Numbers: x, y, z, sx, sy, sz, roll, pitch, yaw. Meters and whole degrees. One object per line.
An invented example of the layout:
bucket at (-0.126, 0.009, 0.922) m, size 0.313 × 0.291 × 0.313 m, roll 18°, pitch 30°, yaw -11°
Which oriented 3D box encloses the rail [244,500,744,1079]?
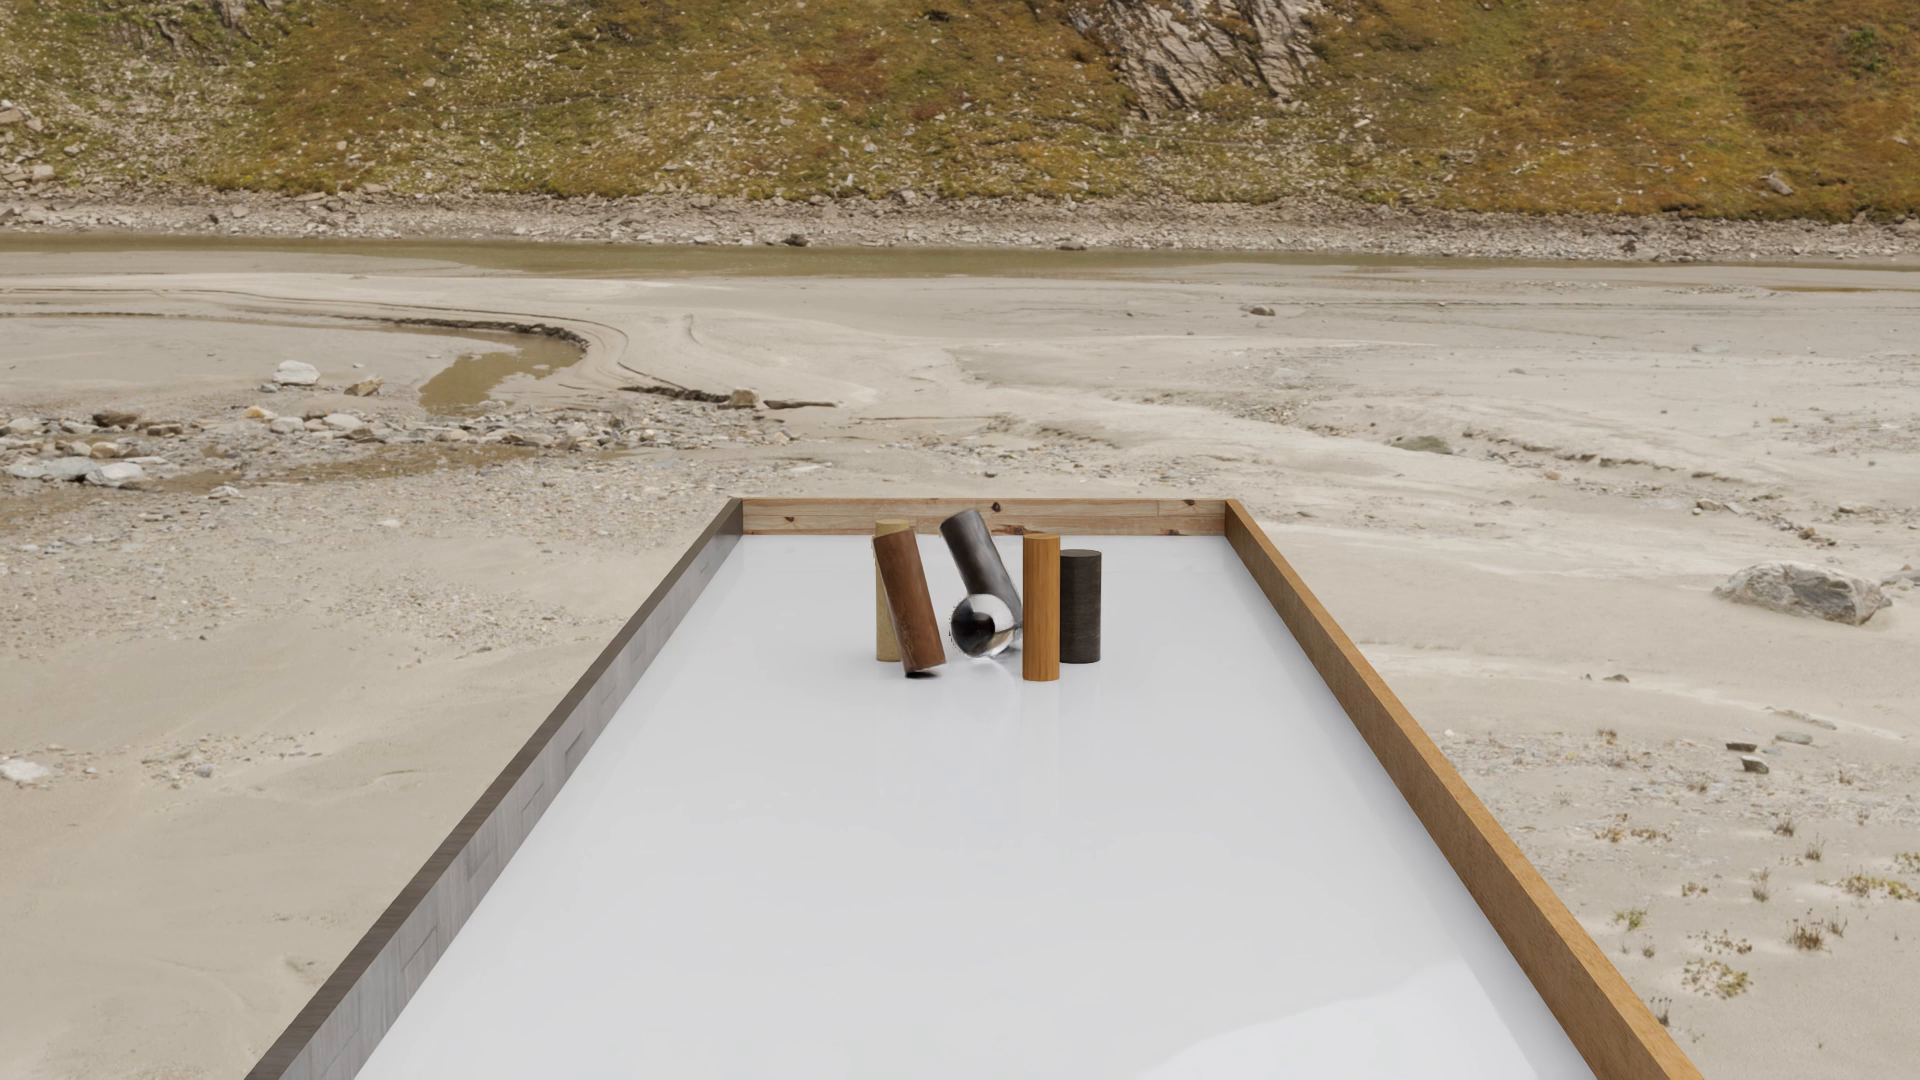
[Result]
rail at (-1.004, 0.839, 3.234) m, size 0.050 × 0.150 × 12.000 m, roll 0°, pitch 9°, yaw 1°

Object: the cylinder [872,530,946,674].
cylinder at (-0.150, 0.182, 6.499) m, size 0.127 × 0.408 × 0.127 m, roll -14°, pitch -3°, yaw -1°

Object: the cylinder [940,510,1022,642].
cylinder at (0.080, 0.119, 6.911) m, size 0.138 × 0.418 × 0.138 m, roll -23°, pitch -16°, yaw -7°

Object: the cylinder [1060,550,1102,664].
cylinder at (0.357, 0.201, 6.692) m, size 0.147 × 0.328 × 0.147 m, roll 0°, pitch 9°, yaw 0°

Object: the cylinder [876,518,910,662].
cylinder at (-0.204, 0.154, 6.685) m, size 0.105 × 0.424 × 0.105 m, roll 0°, pitch 9°, yaw 0°

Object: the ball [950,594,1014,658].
ball at (0.068, 0.261, 6.716) m, size 0.197 × 0.197 × 0.197 m, roll 0°, pitch 9°, yaw 0°

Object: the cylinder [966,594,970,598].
cylinder at (0.084, 0.233, 7.154) m, size 0.120 × 0.120 × 0.352 m, roll 0°, pitch 9°, yaw -2°

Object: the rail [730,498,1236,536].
rail at (0.099, -0.098, 9.147) m, size 2.100 × 0.150 × 0.050 m, roll 0°, pitch 9°, yaw 1°

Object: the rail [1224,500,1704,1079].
rail at (1.046, 0.843, 3.208) m, size 0.050 × 0.150 × 12.000 m, roll 0°, pitch 9°, yaw 1°

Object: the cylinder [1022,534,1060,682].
cylinder at (0.237, 0.196, 6.427) m, size 0.110 × 0.420 × 0.110 m, roll 0°, pitch 9°, yaw 0°
